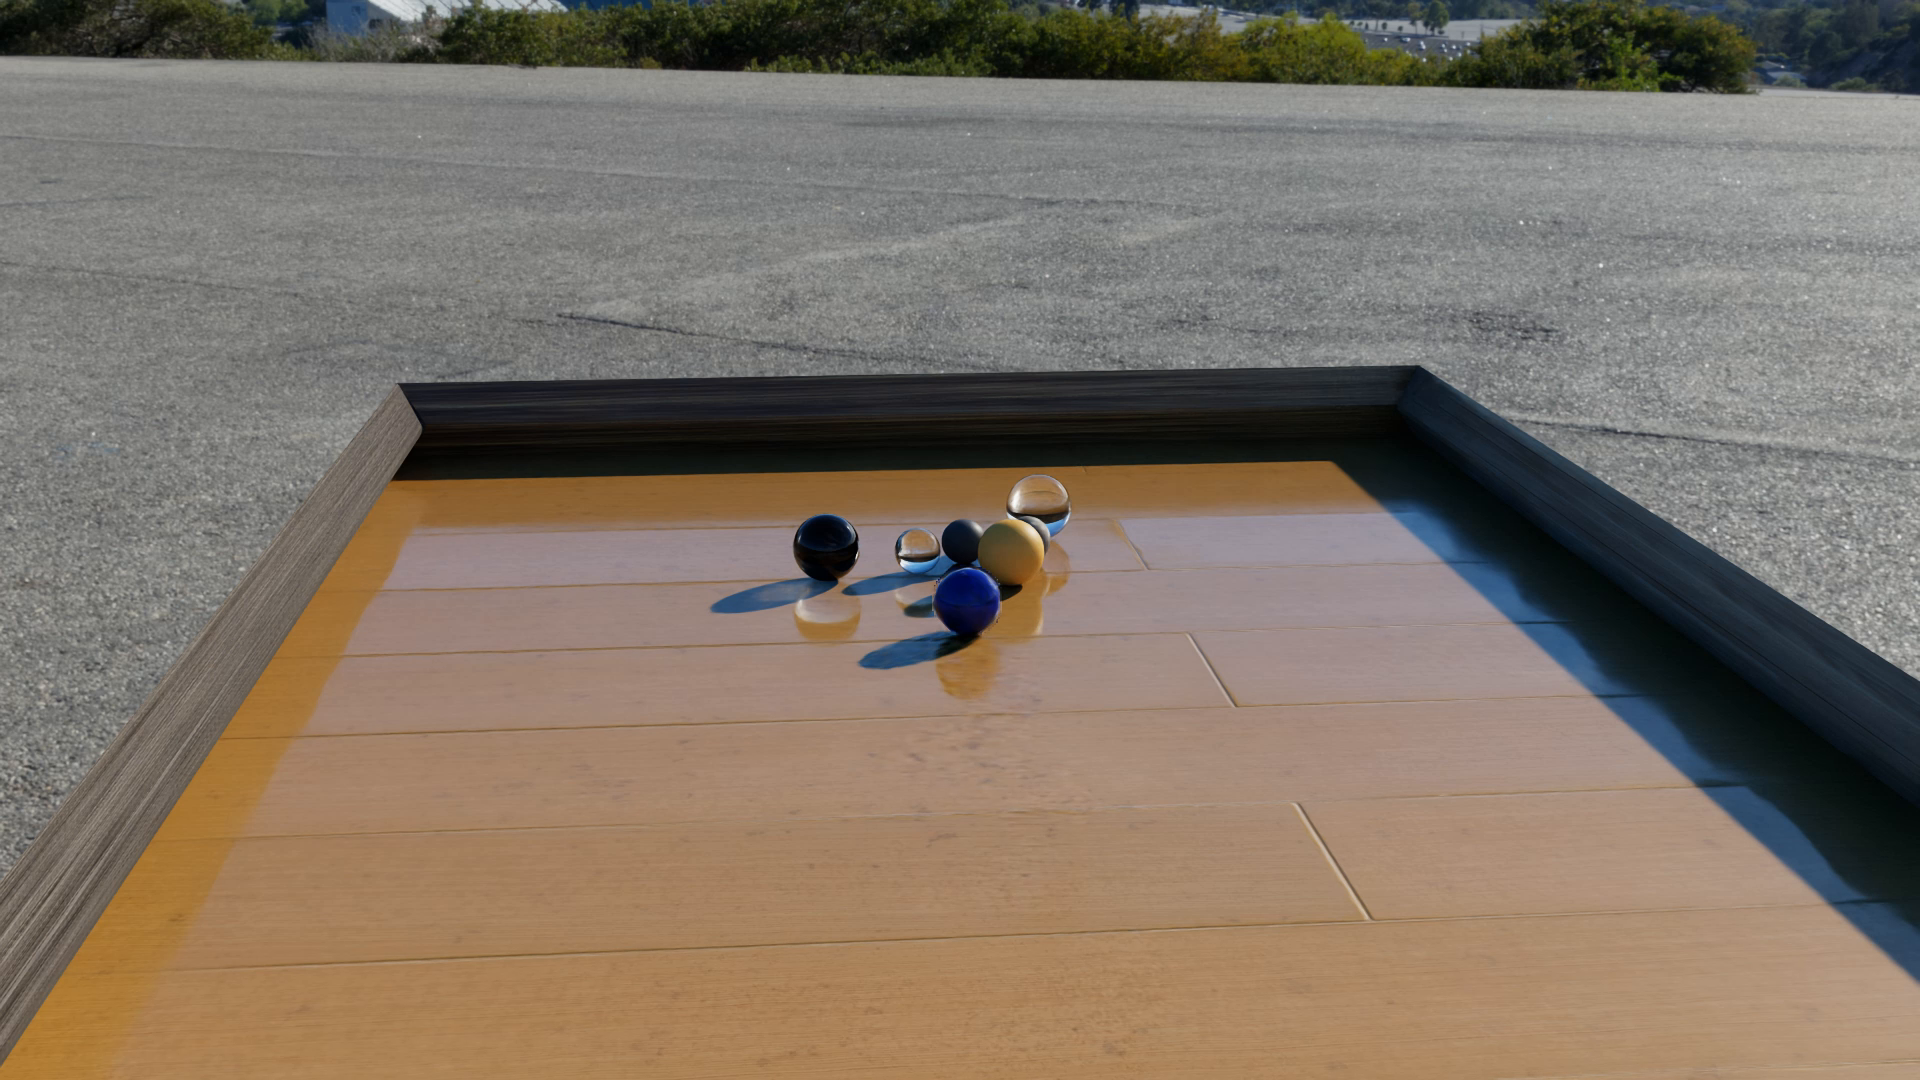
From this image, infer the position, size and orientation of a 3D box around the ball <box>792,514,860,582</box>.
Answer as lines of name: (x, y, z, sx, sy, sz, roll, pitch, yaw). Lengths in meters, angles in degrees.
ball: (-0.159, 0.009, 2.629, 0.081, 0.081, 0.081, 0, 15, 0)

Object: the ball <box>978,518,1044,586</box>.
ball: (0.060, 0.015, 2.610, 0.080, 0.080, 0.080, 0, 15, 0)

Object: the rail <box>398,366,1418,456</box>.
rail: (-0.061, -0.191, 3.308, 1.547, 0.109, 0.045, -1, 15, -5)

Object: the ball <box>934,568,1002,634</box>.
ball: (0.009, 0.068, 2.426, 0.074, 0.074, 0.074, 0, 15, 0)

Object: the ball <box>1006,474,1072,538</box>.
ball: (0.101, -0.042, 2.811, 0.084, 0.084, 0.084, 0, 15, 0)

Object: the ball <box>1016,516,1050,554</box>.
ball: (0.082, 0.000, 2.706, 0.058, 0.058, 0.058, 0, 15, 0)

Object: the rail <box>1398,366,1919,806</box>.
rail: (0.810, 0.139, 2.094, 0.045, 0.109, 2.714, -1, 15, -5)

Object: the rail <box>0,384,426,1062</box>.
rail: (-0.684, 0.175, 1.960, 0.045, 0.109, 2.714, -1, 15, -5)

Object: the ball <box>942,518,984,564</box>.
ball: (0.005, 0.002, 2.704, 0.055, 0.055, 0.055, 0, 15, 0)

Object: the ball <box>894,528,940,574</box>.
ball: (-0.051, 0.013, 2.659, 0.056, 0.056, 0.056, 0, 15, 0)
